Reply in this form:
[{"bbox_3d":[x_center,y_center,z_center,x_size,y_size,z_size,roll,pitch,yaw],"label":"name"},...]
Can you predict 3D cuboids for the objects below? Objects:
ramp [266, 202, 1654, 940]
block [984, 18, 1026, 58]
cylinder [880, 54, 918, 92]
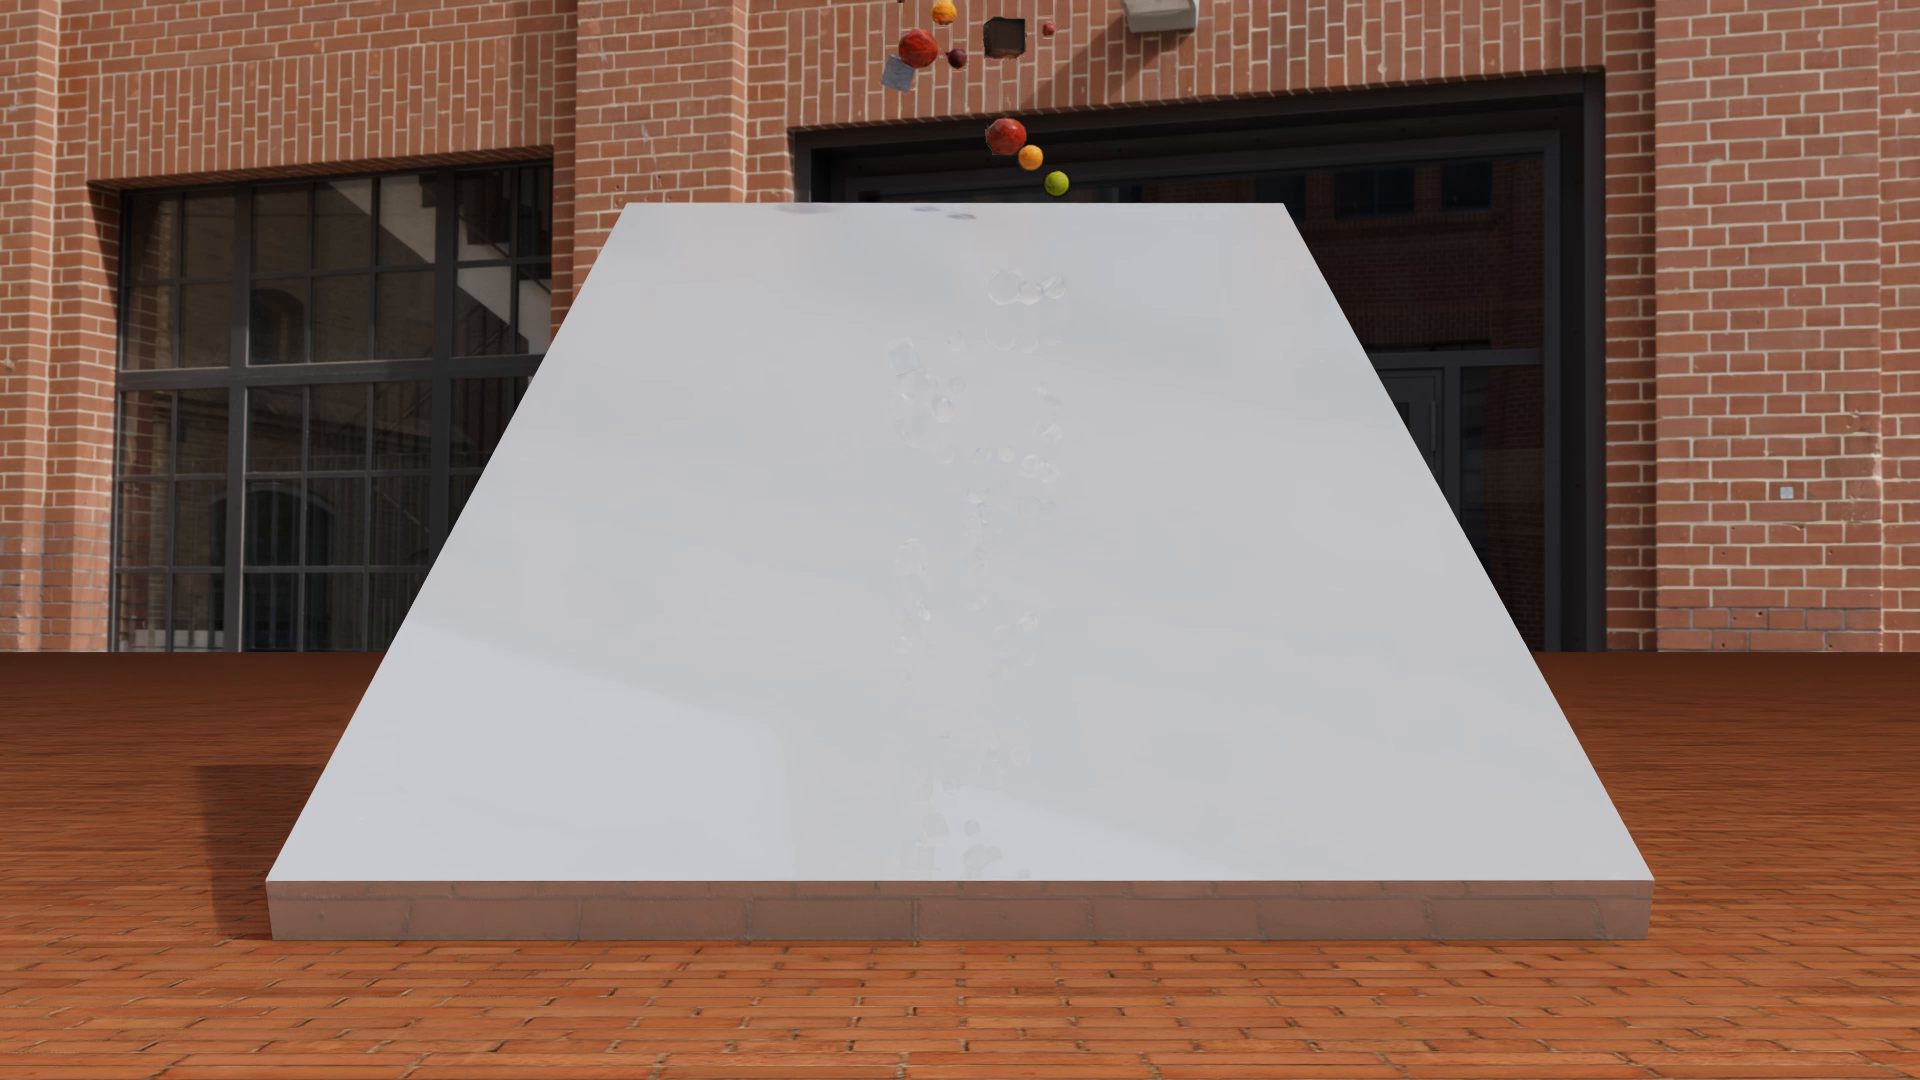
[{"bbox_3d":[-0.007,-0.222,5.180,2.000,0.100,4.000,0,22,0],"label":"ramp"},{"bbox_3d":[0.124,-1.410,6.465,0.092,0.092,0.092,-1,0,-17],"label":"block"},{"bbox_3d":[-0.177,-1.357,6.685,0.085,0.085,0.085,17,19,-6],"label":"cylinder"}]
